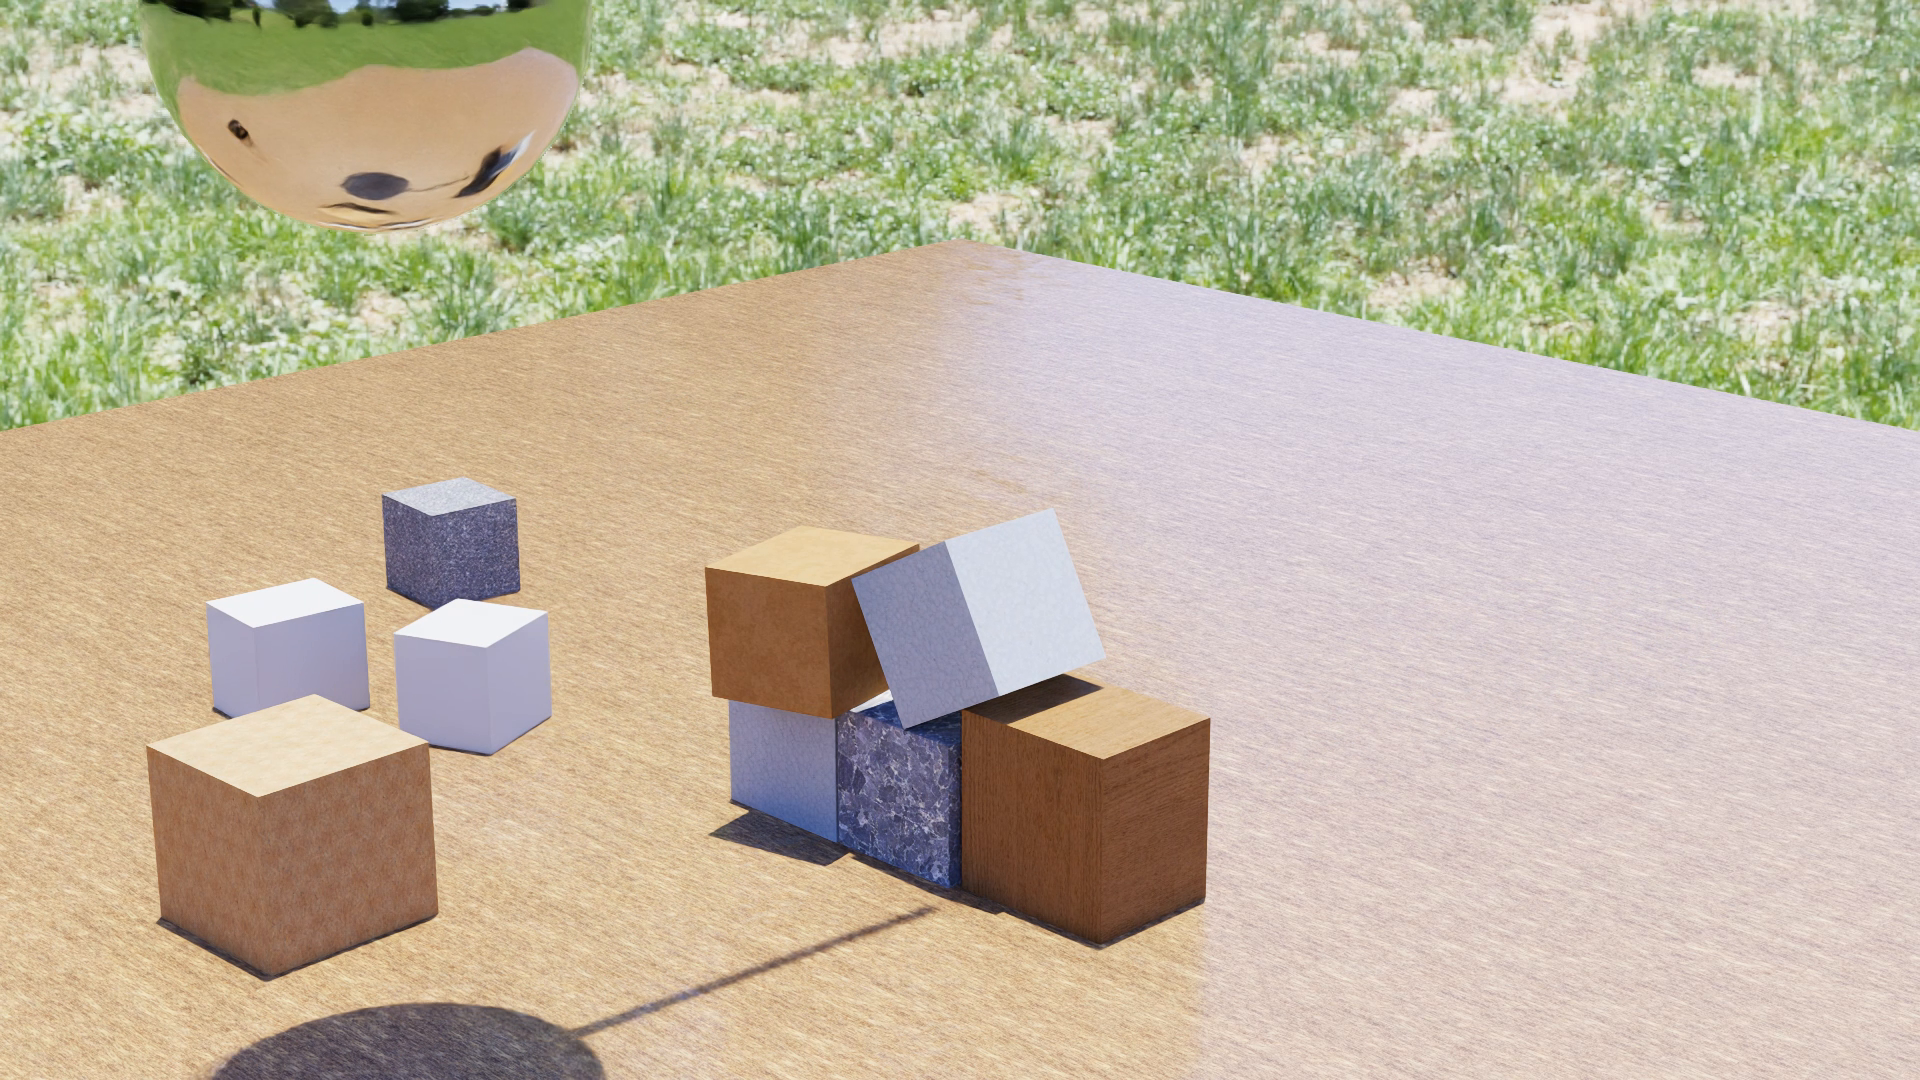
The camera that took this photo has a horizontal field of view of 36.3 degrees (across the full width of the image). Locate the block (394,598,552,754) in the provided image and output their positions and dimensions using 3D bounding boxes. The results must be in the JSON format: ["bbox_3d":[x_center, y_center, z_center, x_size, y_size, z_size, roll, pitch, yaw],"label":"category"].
[{"bbox_3d":[-2.513,0.698,15.163,0.549,0.576,0.604,7,19,22],"label":"block"}]

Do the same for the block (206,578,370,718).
[{"bbox_3d":[-3.538,0.605,15.444,0.633,0.585,0.536,-14,22,-38],"label":"block"}]

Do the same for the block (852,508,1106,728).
[{"bbox_3d":[0.084,0.356,13.313,0.700,0.722,0.681,-17,-4,-43],"label":"block"}]

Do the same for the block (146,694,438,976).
[{"bbox_3d":[-2.934,1.278,12.913,0.862,0.819,0.873,16,23,41],"label":"block"}]

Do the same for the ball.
[{"bbox_3d":[-2.122,-1.905,10.519,1.600,1.600,1.600,0,17,0],"label":"ball"}]

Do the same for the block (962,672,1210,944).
[{"bbox_3d":[0.558,1.182,13.140,0.852,0.866,0.705,17,24,42],"label":"block"}]

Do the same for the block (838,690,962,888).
[{"bbox_3d":[-0.042,1.095,13.709,0.758,0.691,0.729,-17,24,-42],"label":"block"}]

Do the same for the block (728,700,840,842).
[{"bbox_3d":[-0.565,0.942,14.236,0.803,0.667,0.764,-16,24,-42],"label":"block"}]

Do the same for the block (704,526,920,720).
[{"bbox_3d":[-0.678,0.375,13.821,0.687,0.637,0.773,8,19,32],"label":"block"}]

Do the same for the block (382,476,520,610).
[{"bbox_3d":[-3.011,0.013,17.352,0.565,0.571,0.584,-14,22,-38],"label":"block"}]
